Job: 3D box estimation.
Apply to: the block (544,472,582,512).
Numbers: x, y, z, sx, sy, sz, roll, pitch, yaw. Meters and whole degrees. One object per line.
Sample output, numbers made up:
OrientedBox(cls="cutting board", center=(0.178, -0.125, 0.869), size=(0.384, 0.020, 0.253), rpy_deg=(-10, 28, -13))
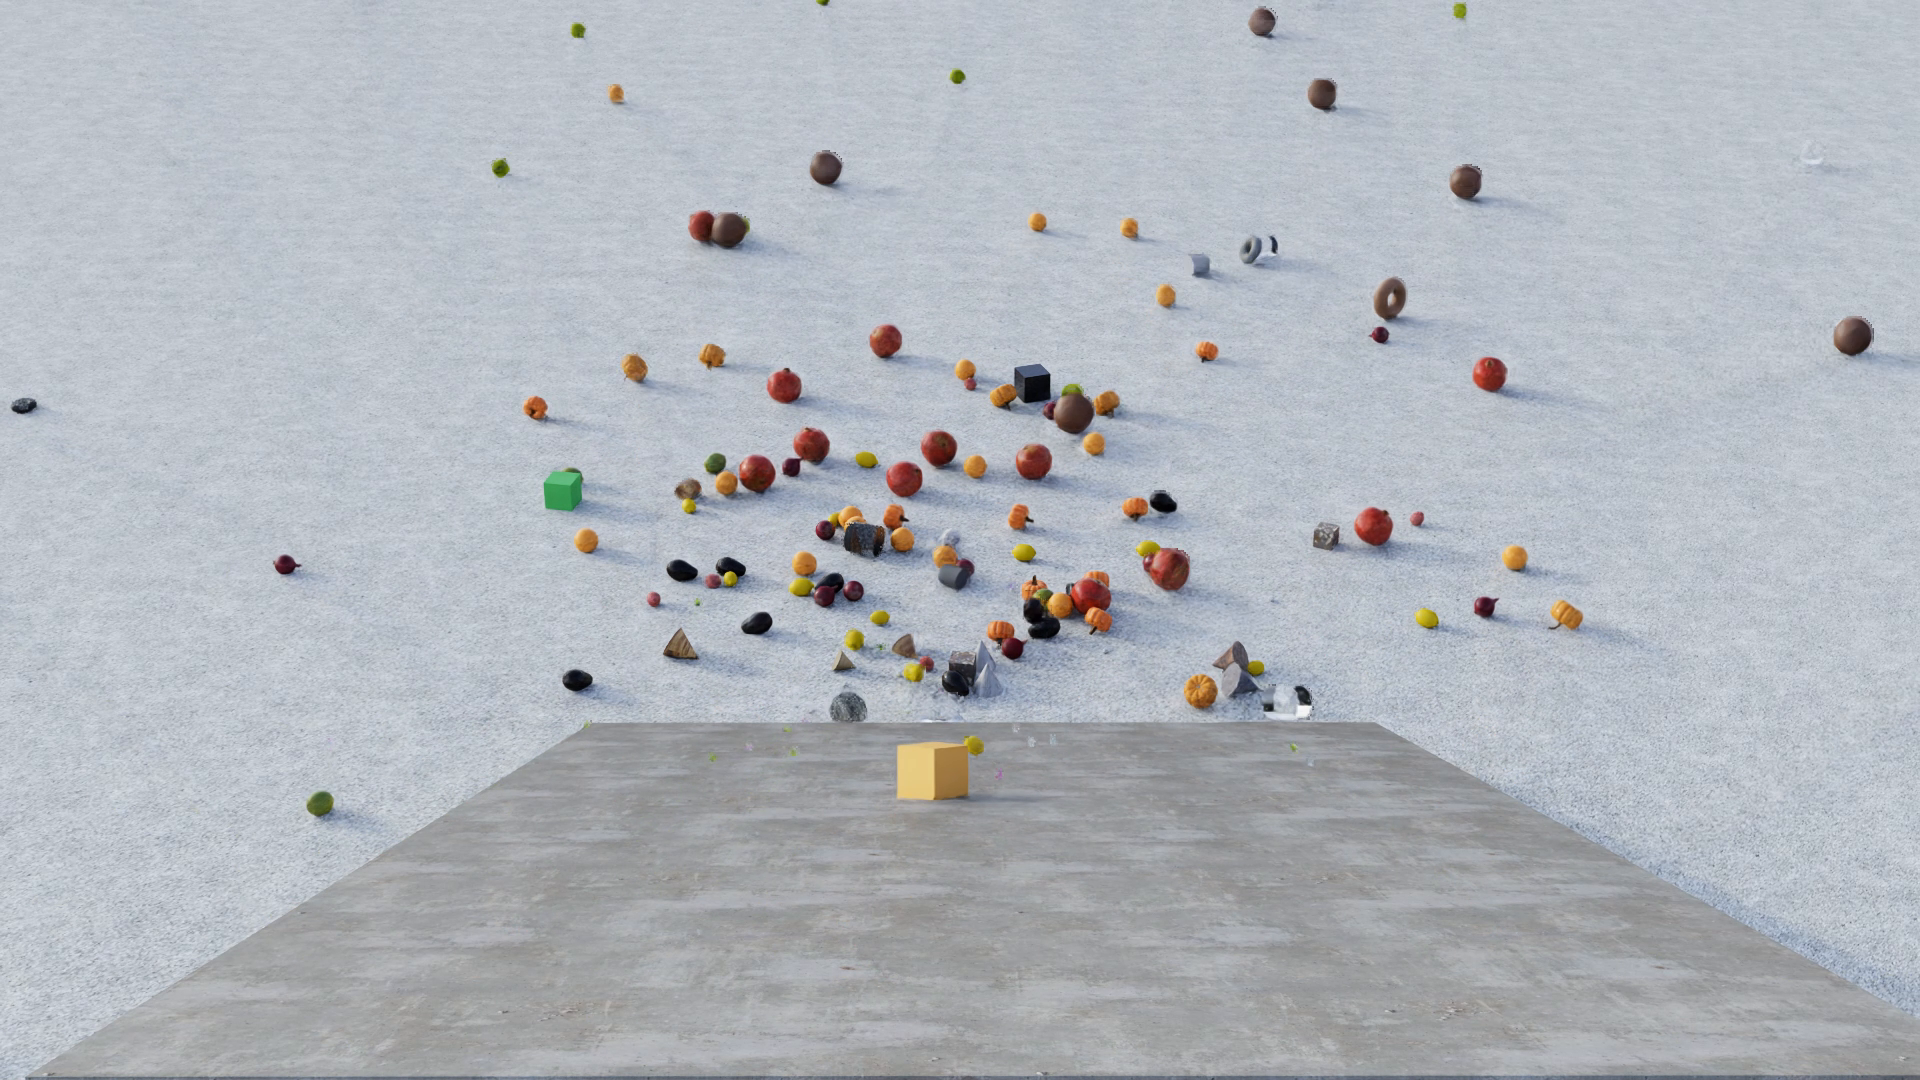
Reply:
OrientedBox(cls="block", center=(-1.215, -0.150, 7.896), size=(0.087, 0.087, 0.087), rpy_deg=(6, 28, 12))

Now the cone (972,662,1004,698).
OrientedBox(cls="cone", center=(0.073, 0.362, 6.892), size=(0.085, 0.085, 0.085), rpy_deg=(0, 27, 0))

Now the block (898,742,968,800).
OrientedBox(cls="block", center=(-0.052, 0.445, 4.988), size=(0.097, 0.097, 0.097), rpy_deg=(1, 1, 42))

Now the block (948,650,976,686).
OrientedBox(cls="block", center=(0.007, 0.345, 6.948), size=(0.066, 0.066, 0.066), rpy_deg=(4, 27, 7))

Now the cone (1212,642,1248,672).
OrientedBox(cls="cone", center=(0.721, 0.329, 7.005), size=(0.092, 0.092, 0.092), rpy_deg=(-16, 17, 31))

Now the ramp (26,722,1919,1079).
OrientedBox(cls="ramp", center=(0.061, 0.551, 4.588), size=(2.000, 0.100, 4.000), rpy_deg=(0, 1, 0))

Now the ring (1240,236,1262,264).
OrientedBox(cls="ring", center=(1.096, -1.093, 9.734), size=(0.036, 0.109, 0.109), rpy_deg=(24, 15, -29))

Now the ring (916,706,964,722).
OrientedBox(cls="ring", center=(-0.053, 0.474, 6.722), size=(0.126, 0.042, 0.126), rpy_deg=(0, 26, 0))

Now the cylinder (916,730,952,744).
OrientedBox(cls="cylinder", center=(-0.059, 0.479, 5.810), size=(0.078, 0.078, 0.078), rpy_deg=(1, 25, 0))

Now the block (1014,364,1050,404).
OrientedBox(cls="block", center=(0.241, -0.523, 8.620), size=(0.093, 0.093, 0.093), rpy_deg=(-10, 29, -18))

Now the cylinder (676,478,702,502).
OrientedBox(cls="cylinder", center=(-0.834, -0.154, 7.938), size=(0.055, 0.055, 0.055), rpy_deg=(13, 30, 24))

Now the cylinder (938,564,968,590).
OrientedBox(cls="cylinder", center=(-0.020, 0.106, 7.423), size=(0.061, 0.061, 0.061), rpy_deg=(18, 32, 32))

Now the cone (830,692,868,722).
OrientedBox(cls="cone", center=(-0.285, 0.448, 6.674), size=(0.098, 0.098, 0.098), rpy_deg=(-3, 3, -7))

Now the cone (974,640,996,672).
OrientedBox(cls="cone", center=(0.058, 0.305, 7.008), size=(0.082, 0.082, 0.082), rpy_deg=(0, 27, 0))

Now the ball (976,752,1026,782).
OrientedBox(cls="ball", center=(0.084, 0.483, 5.290), size=(0.100, 0.100, 0.100), rpy_deg=(0, 27, 0))

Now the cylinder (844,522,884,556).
OrientedBox(cls="cylinder", center=(-0.281, -0.003, 7.603), size=(0.091, 0.091, 0.091), rpy_deg=(11, 29, 20))

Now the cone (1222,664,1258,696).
OrientedBox(cls="cone", center=(0.762, 0.386, 6.894), size=(0.092, 0.092, 0.092), rpy_deg=(20, 21, -21))

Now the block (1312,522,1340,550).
OrientedBox(cls="block", center=(1.086, -0.011, 7.655), size=(0.058, 0.058, 0.058), rpy_deg=(14, 30, 25))

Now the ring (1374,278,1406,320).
OrientedBox(cls="ring", center=(1.536, -0.862, 9.226), size=(0.150, 0.150, 0.050), rpy_deg=(-21, 28, -35))

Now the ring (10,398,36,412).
OrientedBox(cls="ring", center=(-3.097, -0.445, 8.539), size=(0.083, 0.028, 0.083), rpy_deg=(0, 28, 0))

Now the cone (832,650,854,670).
OrientedBox(cls="cone", center=(-0.307, 0.337, 7.007), size=(0.060, 0.060, 0.060), rpy_deg=(30, 25, -12))

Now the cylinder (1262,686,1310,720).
OrientedBox(cls="cylinder", center=(0.837, 0.417, 6.617), size=(0.088, 0.088, 0.088), rpy_deg=(-5, 17, 43))

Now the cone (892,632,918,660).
OrientedBox(cls="cone", center=(-0.136, 0.304, 7.067), size=(0.070, 0.070, 0.070), rpy_deg=(-23, 61, -37))

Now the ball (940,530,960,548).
OrientedBox(cls="ball", center=(-0.028, -0.003, 7.640), size=(0.057, 0.057, 0.057), rpy_deg=(0, 27, 0))

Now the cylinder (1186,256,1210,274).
OrientedBox(cls="cylinder", center=(0.889, -1.027, 9.634), size=(0.068, 0.068, 0.068), rpy_deg=(-4, 26, -27))

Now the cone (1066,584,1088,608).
OrientedBox(cls="cone", center=(0.319, 0.170, 7.330), size=(0.067, 0.067, 0.067), rpy_deg=(12, 56, 22))
